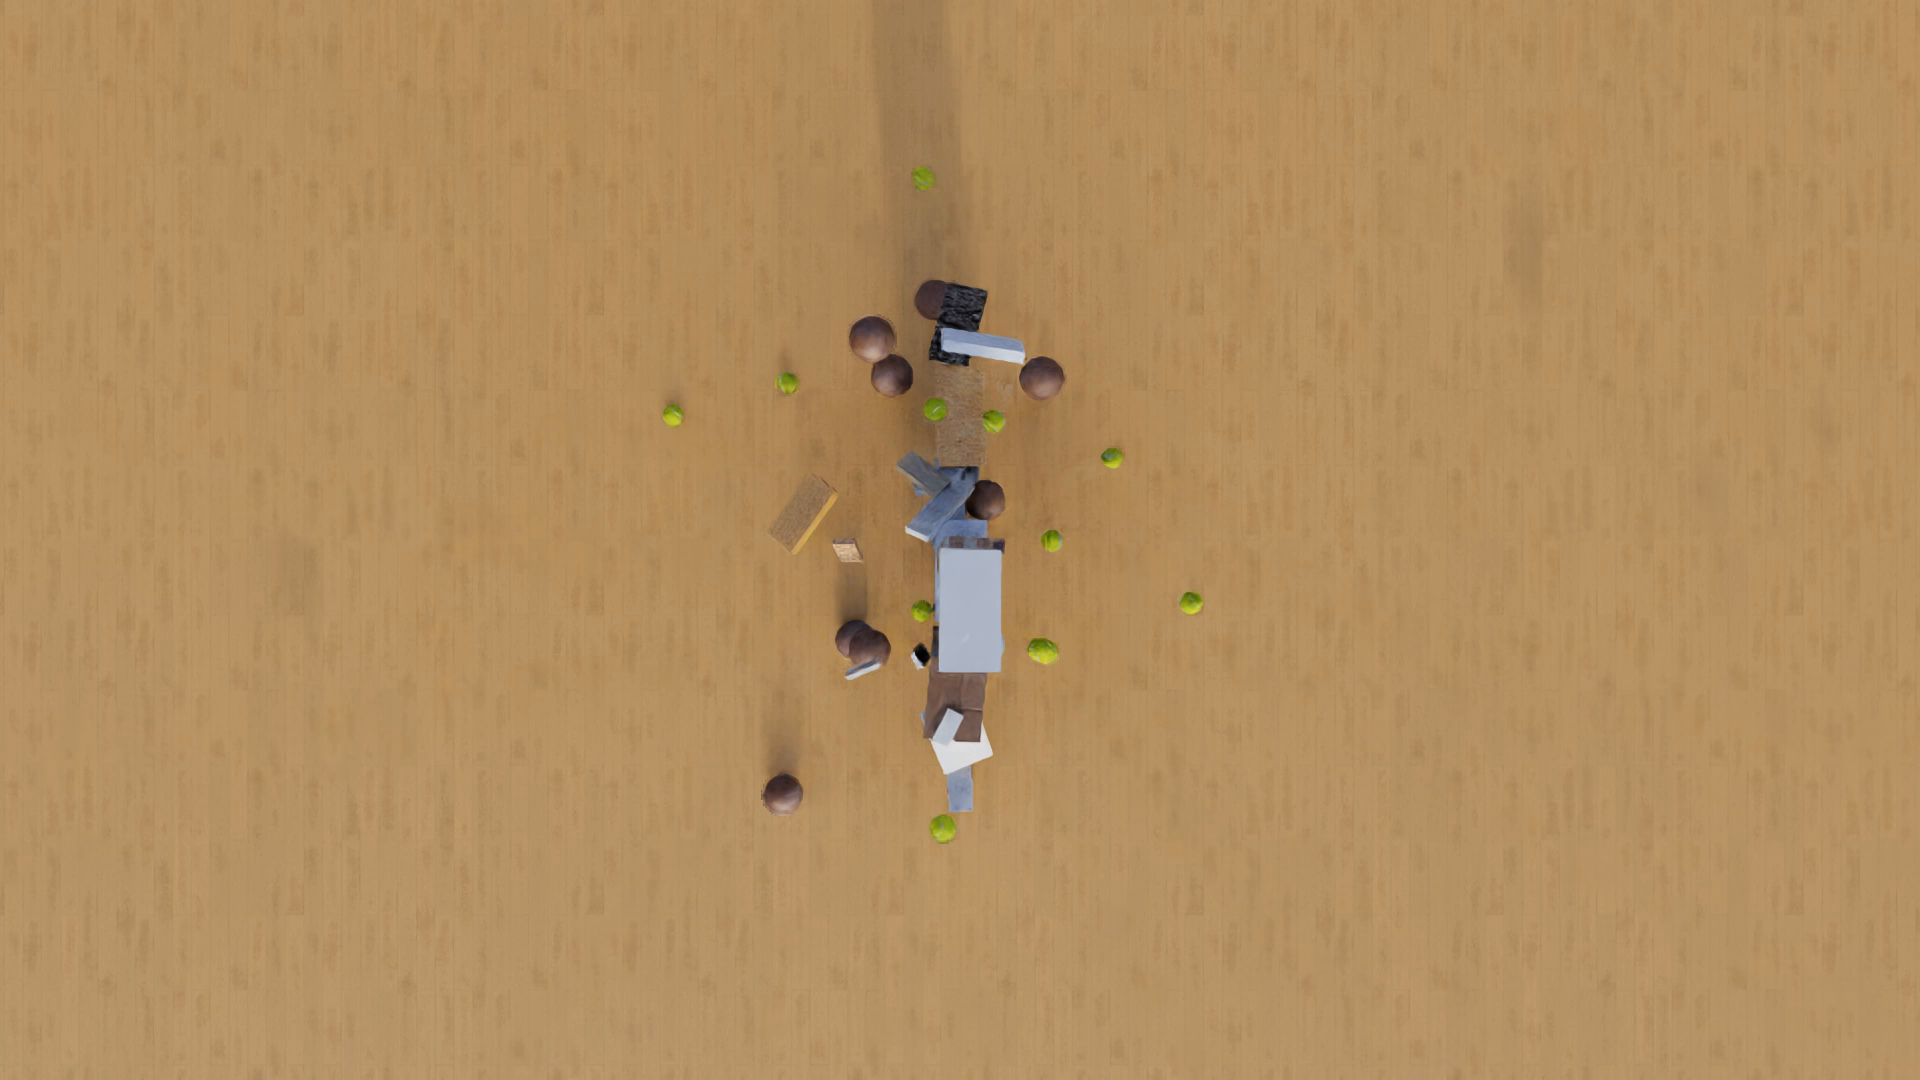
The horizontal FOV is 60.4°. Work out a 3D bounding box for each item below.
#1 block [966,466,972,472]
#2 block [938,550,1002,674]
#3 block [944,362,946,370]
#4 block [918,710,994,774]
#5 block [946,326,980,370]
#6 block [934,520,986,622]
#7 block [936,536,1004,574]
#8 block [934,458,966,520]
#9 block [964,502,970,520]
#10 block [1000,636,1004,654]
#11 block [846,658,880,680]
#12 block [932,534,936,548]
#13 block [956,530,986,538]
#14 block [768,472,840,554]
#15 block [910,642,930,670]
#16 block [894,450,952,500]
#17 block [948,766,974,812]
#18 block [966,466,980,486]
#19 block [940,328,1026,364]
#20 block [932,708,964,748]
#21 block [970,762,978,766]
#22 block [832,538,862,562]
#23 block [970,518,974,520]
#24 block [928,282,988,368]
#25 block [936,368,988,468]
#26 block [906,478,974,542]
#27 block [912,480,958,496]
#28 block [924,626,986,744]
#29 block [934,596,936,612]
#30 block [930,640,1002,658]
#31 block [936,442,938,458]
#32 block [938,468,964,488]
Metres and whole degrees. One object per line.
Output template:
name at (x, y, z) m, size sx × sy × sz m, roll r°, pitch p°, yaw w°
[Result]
block at (-0.013, -0.210, 5.119) m, size 0.096 × 0.193 × 0.027 m, roll -27°, pitch 90°, yaw 0°
block at (0.026, 0.192, 4.464) m, size 0.166 × 0.047 × 0.333 m, roll 0°, pitch 89°, yaw -4°
block at (0.003, -0.552, 5.257) m, size 0.108 × 0.215 × 0.030 m, roll -1°, pitch 83°, yaw 0°
block at (-0.008, 0.606, 5.139) m, size 0.169 × 0.408 × 0.048 m, roll -22°, pitch 60°, yaw -3°
block at (0.009, -0.577, 5.135) m, size 0.108 × 0.030 × 0.215 m, roll 0°, pitch 74°, yaw 0°
block at (0.002, 0.091, 4.892) m, size 0.151 × 0.043 × 0.302 m, roll 0°, pitch 90°, yaw -1°
block at (0.027, 0.046, 4.680) m, size 0.167 × 0.375 × 0.047 m, roll 2°, pitch 81°, yaw -3°
block at (-0.031, -0.149, 5.007) m, size 0.096 × 0.027 × 0.193 m, roll 2°, pitch 88°, yaw 1°
block at (-0.024, -0.077, 5.188) m, size 0.096 × 0.336 × 0.027 m, roll -4°, pitch 99°, yaw 4°
block at (0.044, 0.312, 5.048) m, size 0.169 × 0.338 × 0.048 m, roll 1°, pitch 90°, yaw -1°
block at (-0.289, 0.384, 4.893) m, size 0.105 × 0.053 × 0.015 m, roll -22°, pitch 105°, yaw 3°
block at (-0.010, -0.002, 5.096) m, size 0.151 × 0.362 × 0.043 m, roll -1°, pitch 89°, yaw 0°
block at (0.026, -0.006, 4.789) m, size 0.076 × 0.152 × 0.022 m, roll 0°, pitch 83°, yaw -10°
block at (-0.492, -0.085, 5.192) m, size 0.118 × 0.034 × 0.237 m, roll 38°, pitch 94°, yaw 30°
block at (-0.117, 0.342, 4.876) m, size 0.015 × 0.105 × 0.053 m, roll -26°, pitch 97°, yaw 17°
block at (-0.108, -0.192, 4.845) m, size 0.152 × 0.022 × 0.076 m, roll 37°, pitch 54°, yaw 10°
block at (0.001, 0.801, 5.350) m, size 0.080 × 0.023 × 0.159 m, roll -3°, pitch 76°, yaw -1°
block at (-0.001, -0.297, 5.233) m, size 0.124 × 0.035 × 0.247 m, roll -1°, pitch 90°, yaw 0°
block at (0.064, -0.561, 4.754) m, size 0.237 × 0.118 × 0.034 m, roll 8°, pitch 114°, yaw -7°
block at (-0.036, 0.554, 4.869) m, size 0.053 × 0.015 × 0.105 m, roll 27°, pitch 97°, yaw -6°
block at (0.004, 0.642, 5.351) m, size 0.093 × 0.026 × 0.186 m, roll -4°, pitch 83°, yaw -1°
block at (-0.338, 0.031, 4.973) m, size 0.067 × 0.134 × 0.019 m, roll -1°, pitch 67°, yaw 8°
block at (-0.004, 0.031, 5.292) m, size 0.097 × 0.028 × 0.194 m, roll -1°, pitch 90°, yaw 0°
block at (-0.005, -0.640, 4.900) m, size 0.118 × 0.034 × 0.237 m, roll 13°, pitch 76°, yaw 9°
block at (0.004, -0.362, 4.907) m, size 0.144 × 0.041 × 0.289 m, roll -2°, pitch 88°, yaw 0°
block at (-0.058, -0.093, 4.882) m, size 0.076 × 0.022 × 0.276 m, roll 24°, pitch 45°, yaw 18°
block at (-0.074, -0.178, 4.962) m, size 0.134 × 0.067 × 0.019 m, roll -21°, pitch 122°, yaw 3°
block at (-0.010, 0.428, 4.879) m, size 0.169 × 0.048 × 0.338 m, roll 5°, pitch 105°, yaw -2°
block at (-0.003, 0.199, 5.065) m, size 0.151 × 0.302 × 0.043 m, roll 1°, pitch 89°, yaw -1°
block at (0.013, 0.323, 4.654) m, size 0.167 × 0.333 × 0.047 m, roll 14°, pitch 85°, yaw -4°
block at (0.003, -0.273, 5.070) m, size 0.144 × 0.289 × 0.041 m, roll -1°, pitch 91°, yaw 0°
block at (-0.034, -0.202, 4.928) m, size 0.067 × 0.134 × 0.019 m, roll 6°, pitch 126°, yaw 23°
